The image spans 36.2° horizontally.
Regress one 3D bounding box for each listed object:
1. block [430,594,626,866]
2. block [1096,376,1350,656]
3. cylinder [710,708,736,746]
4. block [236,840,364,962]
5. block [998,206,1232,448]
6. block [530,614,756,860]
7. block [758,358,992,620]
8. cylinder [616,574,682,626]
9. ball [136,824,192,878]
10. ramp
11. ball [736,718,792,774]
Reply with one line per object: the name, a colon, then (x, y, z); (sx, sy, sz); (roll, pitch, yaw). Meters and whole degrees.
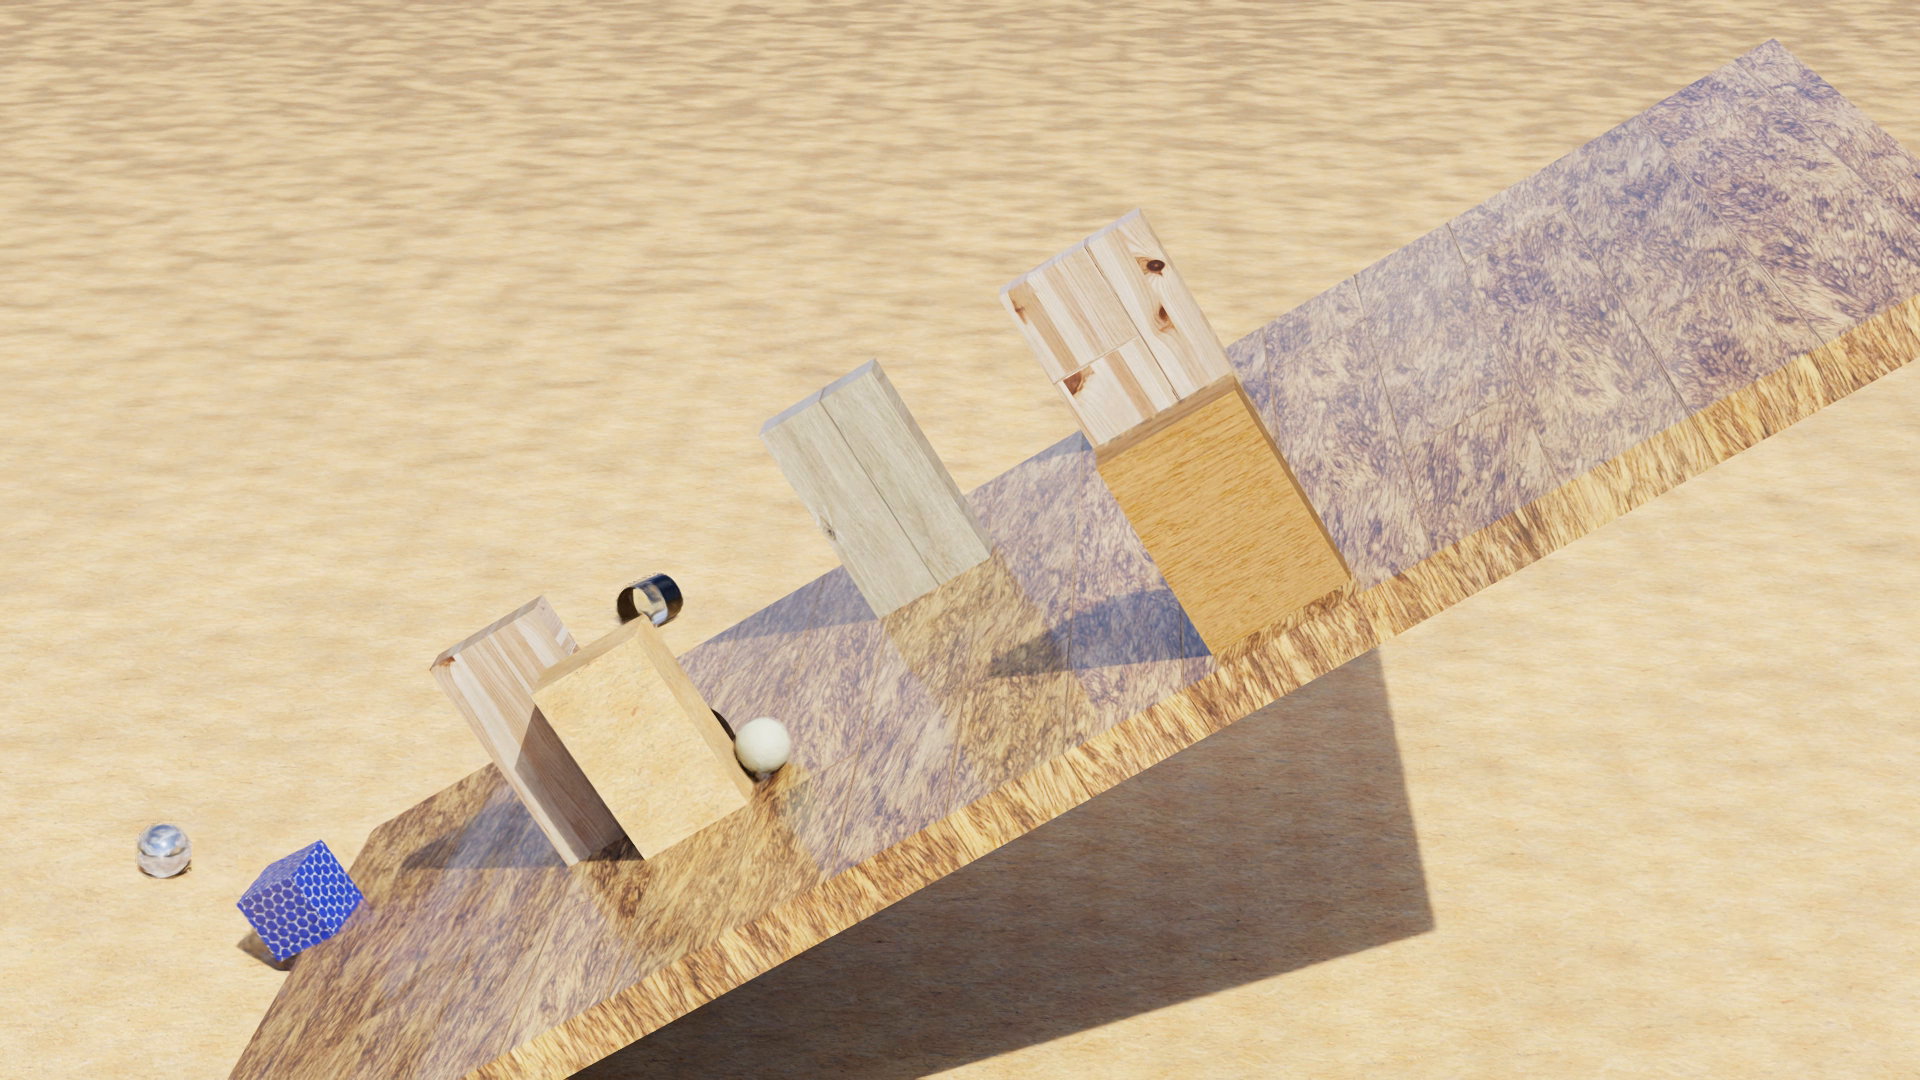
block: (-0.871, 0.414, 6.338); (0.274, 0.534, 0.090); (-29, 15, 13)
block: (0.472, -0.043, 5.274); (0.283, 0.412, 0.095); (-29, 15, 13)
cylinder: (-0.585, 0.466, 6.308); (0.165, 0.165, 0.165); (-26, 9, 24)
block: (-1.584, 0.865, 7.061); (0.178, 0.178, 0.178); (-26, 16, 23)
block: (0.367, -0.496, 6.912); (0.380, 0.432, 0.087); (-29, 15, 13)
block: (-0.655, 0.409, 6.115); (0.257, 0.428, 0.138); (-29, 15, 13)
block: (-0.188, -0.115, 6.676); (0.299, 0.510, 0.107); (-29, 15, 13)
cylinder: (-0.978, 0.198, 9.277); (0.147, 0.147, 0.147); (12, 23, 31)
ball: (-2.050, 0.800, 7.575); (0.137, 0.137, 0.137); (0, 19, 0)
ramp: (0.141, 0.169, 6.289); (4.000, 0.100, 2.000); (-29, 15, 13)
ball: (-0.412, 0.431, 6.157); (0.117, 0.117, 0.117); (0, 19, 0)
